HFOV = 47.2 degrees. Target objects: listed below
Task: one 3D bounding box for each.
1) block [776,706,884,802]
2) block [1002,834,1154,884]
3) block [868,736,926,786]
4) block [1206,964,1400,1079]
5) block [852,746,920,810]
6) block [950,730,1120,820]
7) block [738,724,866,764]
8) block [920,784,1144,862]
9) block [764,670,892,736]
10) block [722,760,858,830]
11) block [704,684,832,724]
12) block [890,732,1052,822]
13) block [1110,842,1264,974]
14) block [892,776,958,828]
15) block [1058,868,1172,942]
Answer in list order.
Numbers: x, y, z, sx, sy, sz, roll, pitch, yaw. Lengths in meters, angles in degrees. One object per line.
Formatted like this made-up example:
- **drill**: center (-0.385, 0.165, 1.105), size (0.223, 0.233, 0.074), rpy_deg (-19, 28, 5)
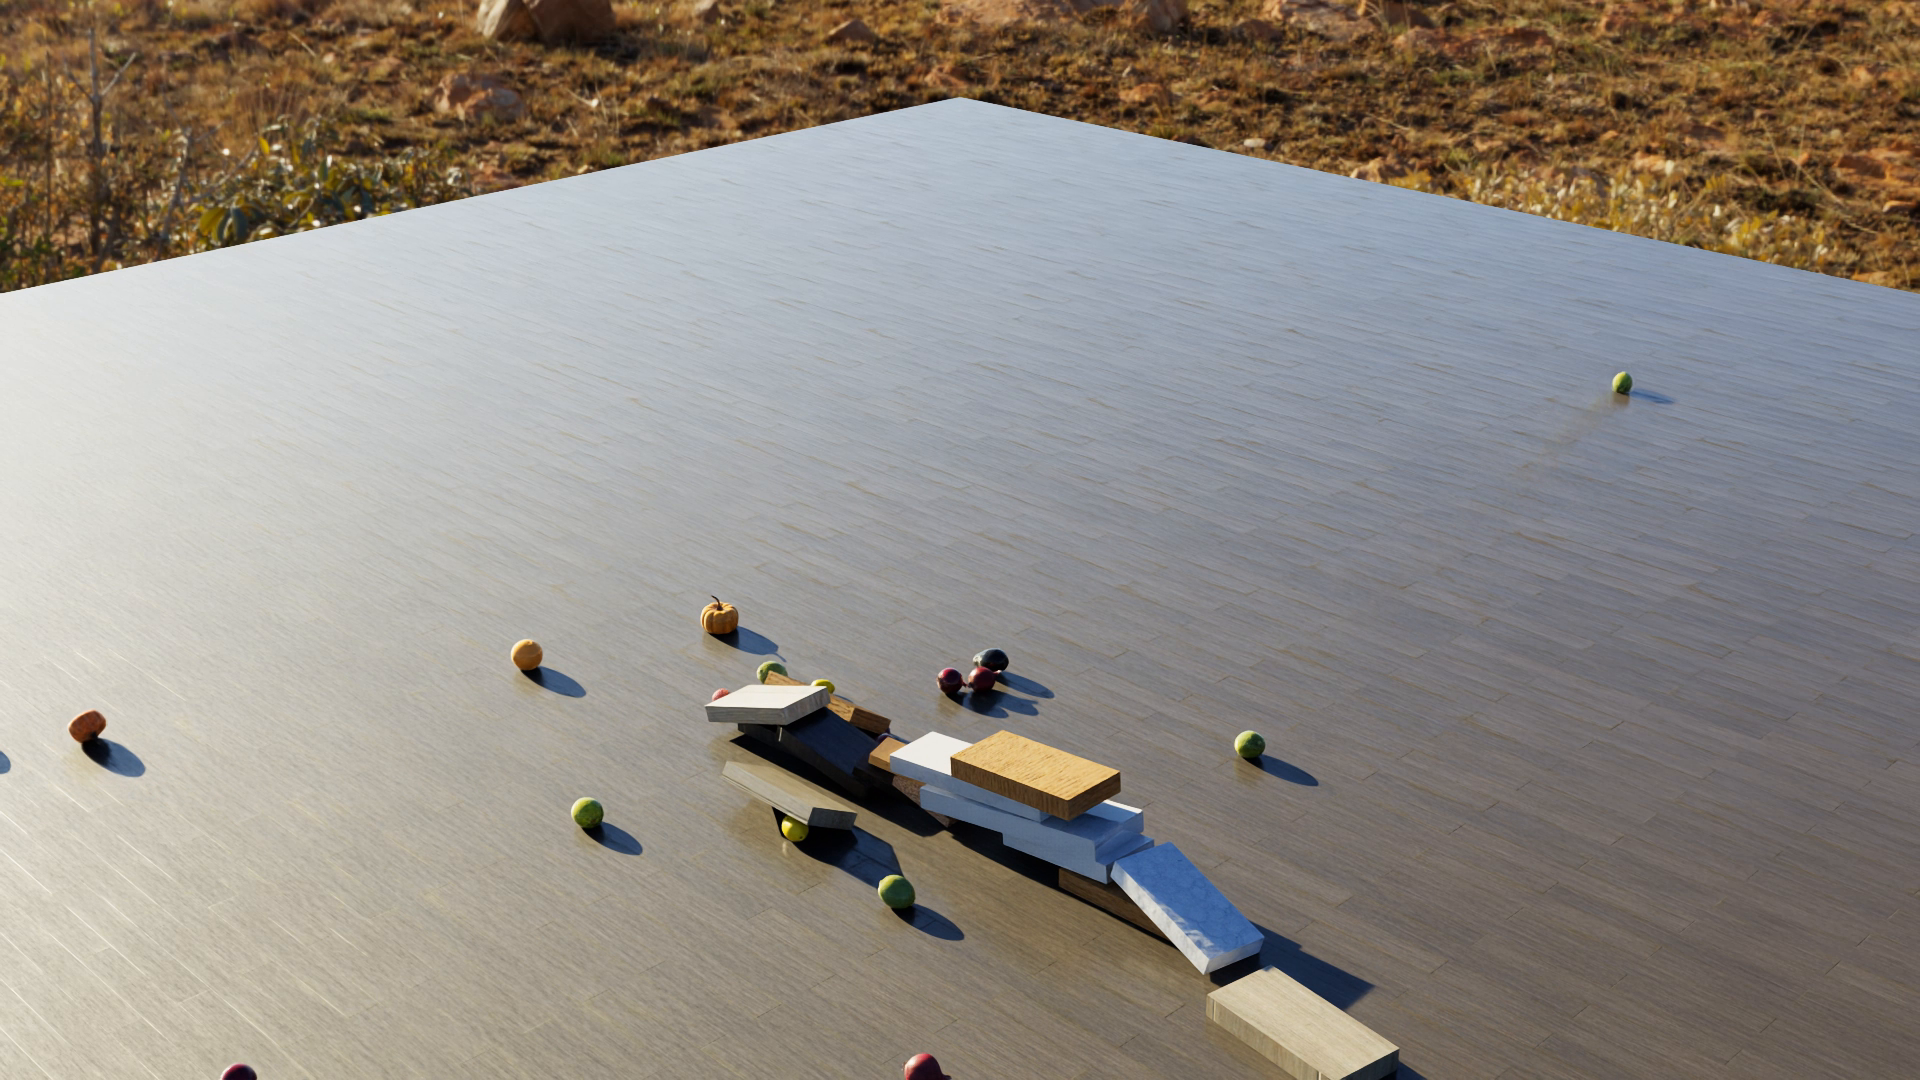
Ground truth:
- **block**: center (-0.246, 0.443, 4.595), size (0.262, 0.037, 0.131), rpy_deg (31, 36, 29)
- **block**: center (0.227, 0.582, 4.245), size (0.137, 0.039, 0.274), rpy_deg (-21, 24, -40)
- **block**: center (-0.100, 0.457, 4.488), size (0.155, 0.022, 0.077), rpy_deg (22, 32, 19)
- **block**: center (0.579, 0.835, 3.737), size (0.153, 0.043, 0.305), rpy_deg (-16, 28, -33)
- **block**: center (-0.135, 0.487, 4.507), size (0.155, 0.022, 0.077), rpy_deg (27, 36, 10)
- **block**: center (0.144, 0.453, 4.260), size (0.305, 0.043, 0.153), rpy_deg (16, 27, 41)
- **block**: center (-0.343, 0.413, 4.741), size (0.262, 0.037, 0.131), rpy_deg (20, 30, 38)
- **block**: center (0.136, 0.527, 4.305), size (0.441, 0.043, 0.153), rpy_deg (11, 24, 40)
- **block**: center (-0.290, 0.355, 4.792), size (0.264, 0.037, 0.132), rpy_deg (20, -3, 38)
- **block**: center (-0.345, 0.514, 4.428), size (0.264, 0.037, 0.132), rpy_deg (21, 3, 41)
- **block**: center (-0.413, 0.353, 4.720), size (0.262, 0.037, 0.131), rpy_deg (-3, 15, 46)
- **block**: center (0.048, 0.466, 4.356), size (0.386, 0.037, 0.132), rpy_deg (14, 26, 39)
- **block**: center (0.415, 0.671, 4.030), size (0.137, 0.039, 0.274), rpy_deg (-13, 42, -35)
- **block**: center (-0.054, 0.516, 4.459), size (0.155, 0.022, 0.077), rpy_deg (35, 38, 27)
- **block**: center (0.335, 0.661, 4.152), size (0.274, 0.039, 0.137), rpy_deg (21, 30, 40)
